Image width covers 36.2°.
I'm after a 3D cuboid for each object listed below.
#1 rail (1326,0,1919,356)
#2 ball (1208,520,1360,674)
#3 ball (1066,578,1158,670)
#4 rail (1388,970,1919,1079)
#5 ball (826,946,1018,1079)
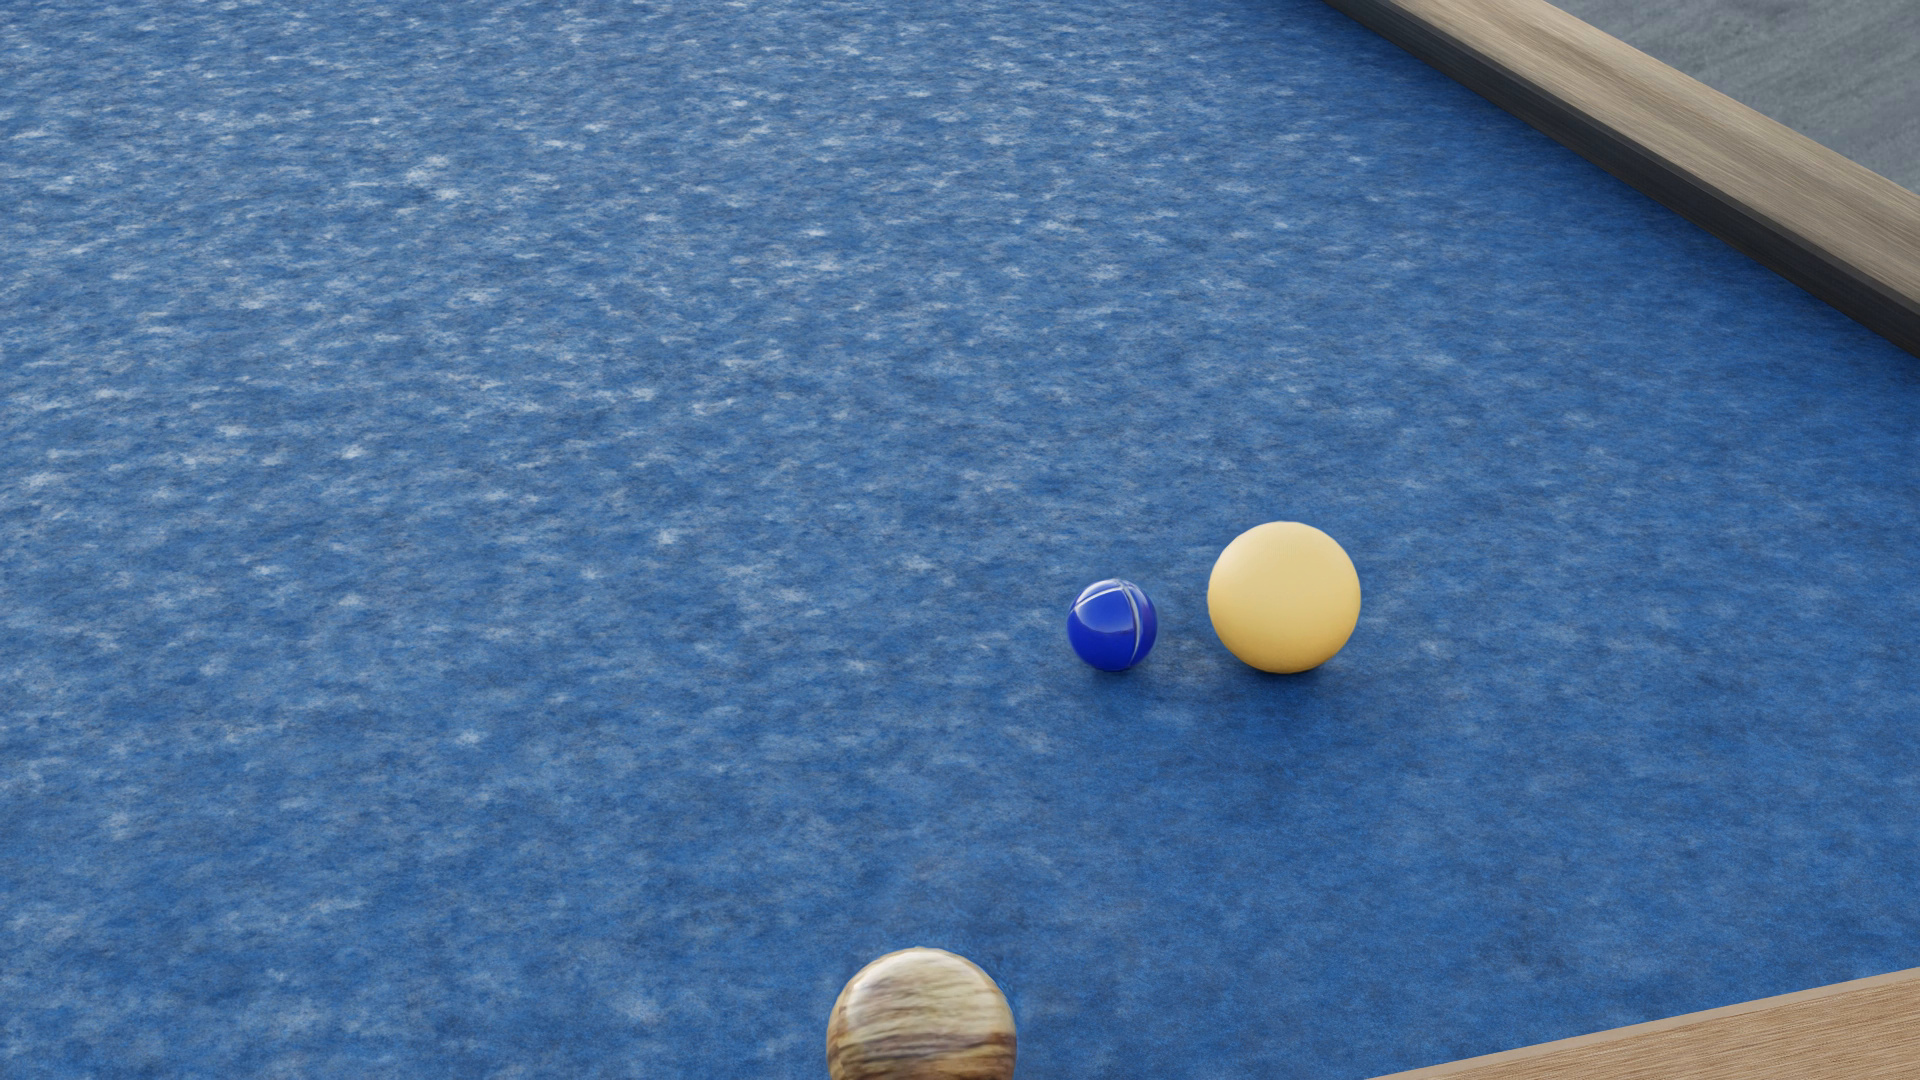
[{"bbox_3d":[0.593,-0.438,2.879,0.045,0.129,3.008,-8,27,-16],"label":"rail"},{"bbox_3d":[0.211,0.037,1.915,0.099,0.099,0.099,0,25,0],"label":"ball"},{"bbox_3d":[0.100,0.055,1.923,0.060,0.060,0.060,0,25,0],"label":"ball"},{"bbox_3d":[0.227,0.282,1.363,1.788,0.129,0.045,-8,27,-16],"label":"rail"},{"bbox_3d":[-0.019,0.252,1.468,0.096,0.096,0.096,0,25,0],"label":"ball"}]
